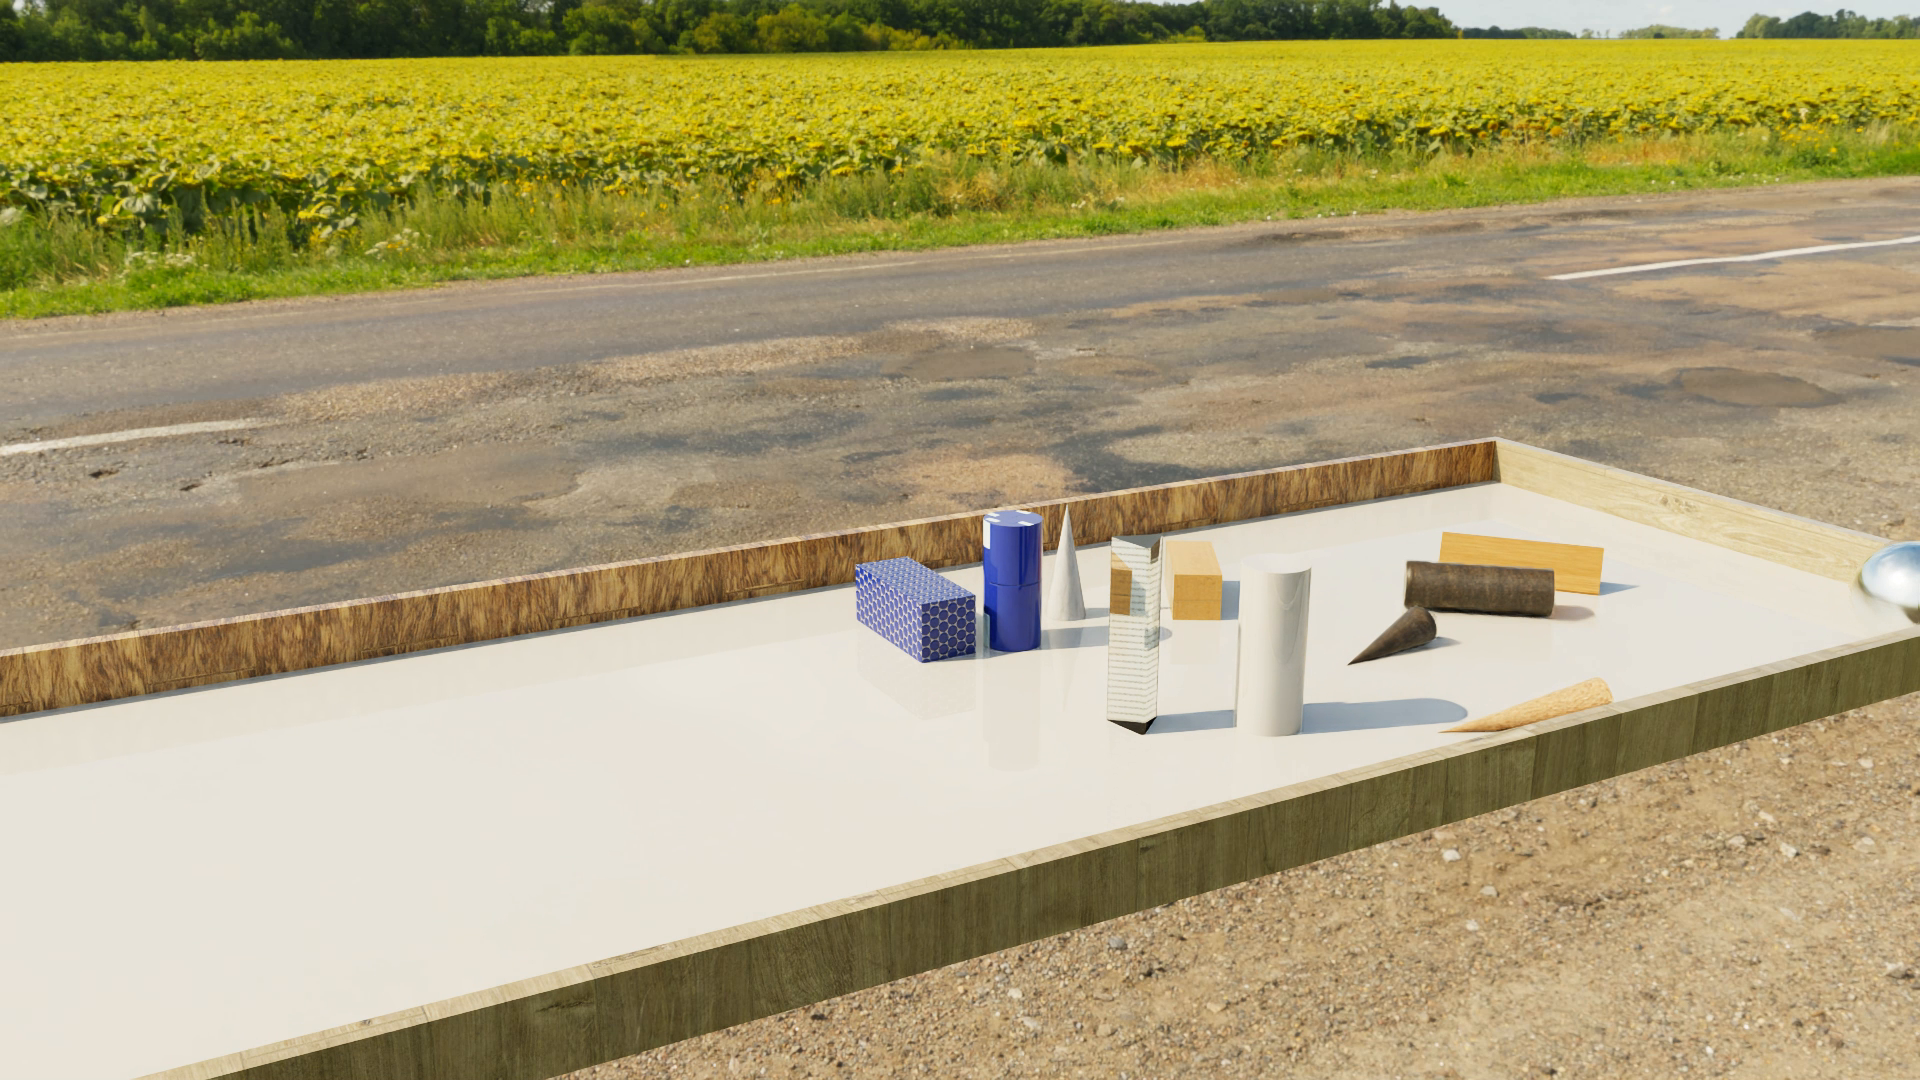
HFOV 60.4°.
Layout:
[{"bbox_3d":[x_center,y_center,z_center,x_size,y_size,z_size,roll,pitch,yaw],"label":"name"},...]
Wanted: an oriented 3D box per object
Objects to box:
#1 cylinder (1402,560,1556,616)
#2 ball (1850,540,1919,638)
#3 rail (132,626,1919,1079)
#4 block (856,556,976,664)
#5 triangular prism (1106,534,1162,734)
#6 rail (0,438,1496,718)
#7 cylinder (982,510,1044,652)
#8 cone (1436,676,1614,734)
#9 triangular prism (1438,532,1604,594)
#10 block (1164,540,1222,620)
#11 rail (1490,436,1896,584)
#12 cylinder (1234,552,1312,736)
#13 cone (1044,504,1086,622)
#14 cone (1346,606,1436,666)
[{"bbox_3d":[1.463,0.136,4.662,0.397,0.131,0.131,3,17,12],"label":"cylinder"},{"bbox_3d":[2.501,0.149,4.323,0.295,0.295,0.295,0,16,0],"label":"ball"},{"bbox_3d":[-2.336,1.006,1.665,12.000,0.150,0.050,-9,18,-27],"label":"rail"},{"bbox_3d":[-0.124,0.183,4.448,0.161,0.161,0.394,-9,19,-27],"label":"block"},{"bbox_3d":[0.426,0.213,3.831,0.104,0.451,0.120,-13,21,-37],"label":"triangular prism"},{"bbox_3d":[-3.305,0.497,3.399,12.000,0.150,0.050,-9,18,-27],"label":"rail"},{"bbox_3d":[0.140,0.108,4.376,0.157,0.344,0.157,0,16,0],"label":"cylinder"},{"bbox_3d":[1.305,0.413,3.847,0.409,0.116,0.116,-10,17,-5],"label":"cone"},{"bbox_3d":[1.673,0.058,4.927,0.458,0.123,0.142,7,18,21],"label":"triangular prism"},{"bbox_3d":[0.667,0.113,4.735,0.132,0.132,0.333,1,16,3],"label":"block"},{"bbox_3d":[2.466,-0.048,5.253,0.050,0.150,2.100,-9,18,-27],"label":"rail"},{"bbox_3d":[0.724,0.242,3.829,0.160,0.396,0.160,0,16,0],"label":"cylinder"},{"bbox_3d":[0.296,0.054,4.594,0.116,0.325,0.116,0,16,0],"label":"cone"},{"bbox_3d":[1.113,0.275,4.331,0.306,0.102,0.102,-23,26,-32],"label":"cone"}]
